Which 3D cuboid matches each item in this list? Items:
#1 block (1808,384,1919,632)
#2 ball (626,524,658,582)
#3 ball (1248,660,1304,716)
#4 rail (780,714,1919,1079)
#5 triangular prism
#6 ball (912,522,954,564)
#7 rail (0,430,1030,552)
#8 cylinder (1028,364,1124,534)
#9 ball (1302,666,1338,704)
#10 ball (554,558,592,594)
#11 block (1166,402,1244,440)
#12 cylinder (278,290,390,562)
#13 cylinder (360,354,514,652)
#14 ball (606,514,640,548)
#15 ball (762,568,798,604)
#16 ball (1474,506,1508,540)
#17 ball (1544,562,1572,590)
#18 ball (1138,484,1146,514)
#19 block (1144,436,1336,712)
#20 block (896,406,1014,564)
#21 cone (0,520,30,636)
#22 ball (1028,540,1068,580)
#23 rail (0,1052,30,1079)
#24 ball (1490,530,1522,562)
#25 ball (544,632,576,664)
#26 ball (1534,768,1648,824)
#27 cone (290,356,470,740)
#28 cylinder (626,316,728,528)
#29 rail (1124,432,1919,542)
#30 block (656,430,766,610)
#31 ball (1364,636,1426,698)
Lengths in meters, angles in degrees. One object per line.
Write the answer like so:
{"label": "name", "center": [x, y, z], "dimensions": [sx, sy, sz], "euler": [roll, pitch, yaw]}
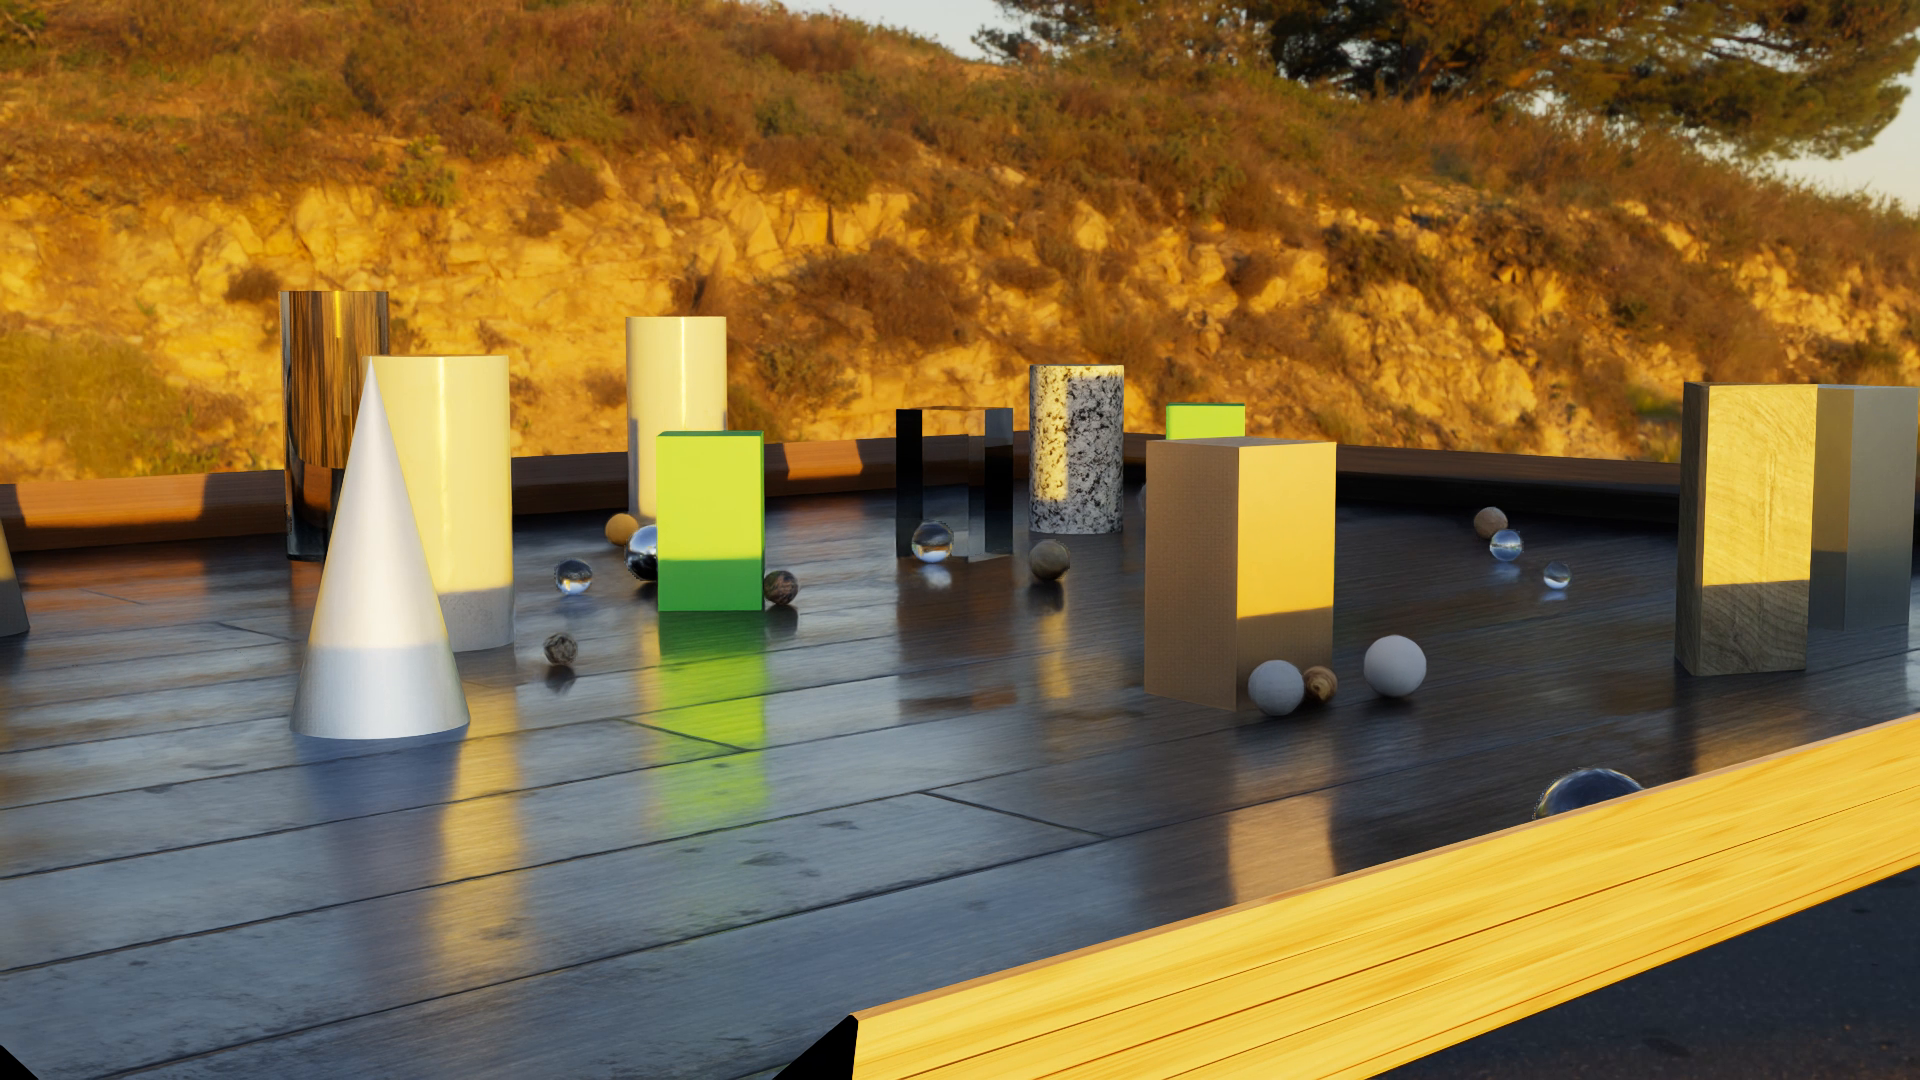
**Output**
{"label": "block", "center": [1.241, -0.051, 3.123], "dimensions": [0.152, 0.334, 0.152], "euler": [-4, 7, -34]}
{"label": "ball", "center": [-0.498, 0.021, 3.589], "dimensions": [0.093, 0.093, 0.093], "euler": [0, 6, 0]}
{"label": "ball", "center": [0.345, 0.162, 2.406], "dimensions": [0.062, 0.062, 0.062], "euler": [0, 6, 0]}
{"label": "rail", "center": [1.128, 0.160, 2.116], "dimensions": [3.841, 0.123, 0.045], "euler": [-6, 8, -42]}
{"label": "triangular prism", "center": [0.947, -0.020, 2.747], "dimensions": [0.164, 0.351, 0.142], "euler": [-2, 6, -19]}
{"label": "ball", "center": [-0.048, 0.005, 3.843], "dimensions": [0.073, 0.073, 0.073], "euler": [0, 6, 0]}
{"label": "rail", "center": [-1.128, -0.096, 4.548], "dimensions": [3.841, 0.123, 0.045], "euler": [-6, 8, -42]}
{"label": "cylinder", "center": [0.234, -0.186, 4.423], "dimensions": [0.190, 0.331, 0.190], "euler": [0, 6, 0]}
{"label": "ball", "center": [0.404, 0.164, 2.477], "dimensions": [0.043, 0.043, 0.043], "euler": [0, 6, 0]}
{"label": "ball", "center": [-0.602, 0.057, 3.423], "dimensions": [0.056, 0.056, 0.056], "euler": [0, 6, 0]}
{"label": "block", "center": [0.486, -0.141, 4.351], "dimensions": [0.152, 0.255, 0.152], "euler": [1, 6, 7]}
{"label": "cylinder", "center": [-1.112, -0.206, 3.930], "dimensions": [0.190, 0.474, 0.190], "euler": [0, 6, 0]}
{"label": "cylinder", "center": [-0.693, -0.054, 2.922], "dimensions": [0.190, 0.382, 0.190], "euler": [0, 6, 0]}
{"label": "ball", "center": [-0.630, -0.018, 4.106], "dimensions": [0.063, 0.063, 0.063], "euler": [0, 6, 0]}
{"label": "ball", "center": [-0.270, 0.070, 3.312], "dimensions": [0.054, 0.054, 0.054], "euler": [0, 6, 0]}
{"label": "ball", "center": [1.026, -0.033, 4.250], "dimensions": [0.062, 0.062, 0.062], "euler": [0, 6, 0]}
{"label": "ball", "center": [0.948, 0.056, 3.491], "dimensions": [0.044, 0.044, 0.044], "euler": [0, 6, 0]}
{"label": "ball", "center": [0.422, -0.088, 4.658], "dimensions": [0.085, 0.085, 0.085], "euler": [0, 6, 0]}
{"label": "block", "center": [0.320, 0.033, 2.523], "dimensions": [0.152, 0.293, 0.152], "euler": [-5, 8, -37]}
{"label": "block", "center": [-0.009, -0.103, 3.939], "dimensions": [0.152, 0.266, 0.152], "euler": [4, 7, 32]}
{"label": "cone", "center": [-1.386, -0.107, 3.011], "dimensions": [0.190, 0.469, 0.190], "euler": [0, 6, 0]}
{"label": "ball", "center": [0.145, 0.034, 3.605], "dimensions": [0.065, 0.065, 0.065], "euler": [0, 6, 0]}
{"label": "rail", "center": [-1.394, 0.167, 2.053], "dimensions": [0.045, 0.123, 3.375], "euler": [-6, 8, -42]}
{"label": "ball", "center": [0.963, 0.010, 3.876], "dimensions": [0.056, 0.056, 0.056], "euler": [0, 6, 0]}
{"label": "ball", "center": [-0.500, 0.136, 2.751], "dimensions": [0.040, 0.040, 0.040], "euler": [0, 6, 0]}
{"label": "ball", "center": [0.488, 0.222, 1.681], "dimensions": [0.095, 0.095, 0.095], "euler": [0, 6, 0]}
{"label": "cone", "center": [-0.625, 0.000, 2.352], "dimensions": [0.190, 0.395, 0.190], "euler": [0, 6, 0]}
{"label": "cylinder", "center": [-0.538, -0.210, 4.185], "dimensions": [0.190, 0.428, 0.190], "euler": [0, 6, 0]}
{"label": "rail", "center": [1.394, -0.103, 4.611], "dimensions": [0.045, 0.123, 3.375], "euler": [-6, 8, -42]}
{"label": "block", "center": [-0.373, -0.032, 3.308], "dimensions": [0.152, 0.257, 0.152], "euler": [0, 6, -3]}
{"label": "ball", "center": [0.499, 0.145, 2.522], "dimensions": [0.071, 0.071, 0.071], "euler": [0, 6, 0]}
